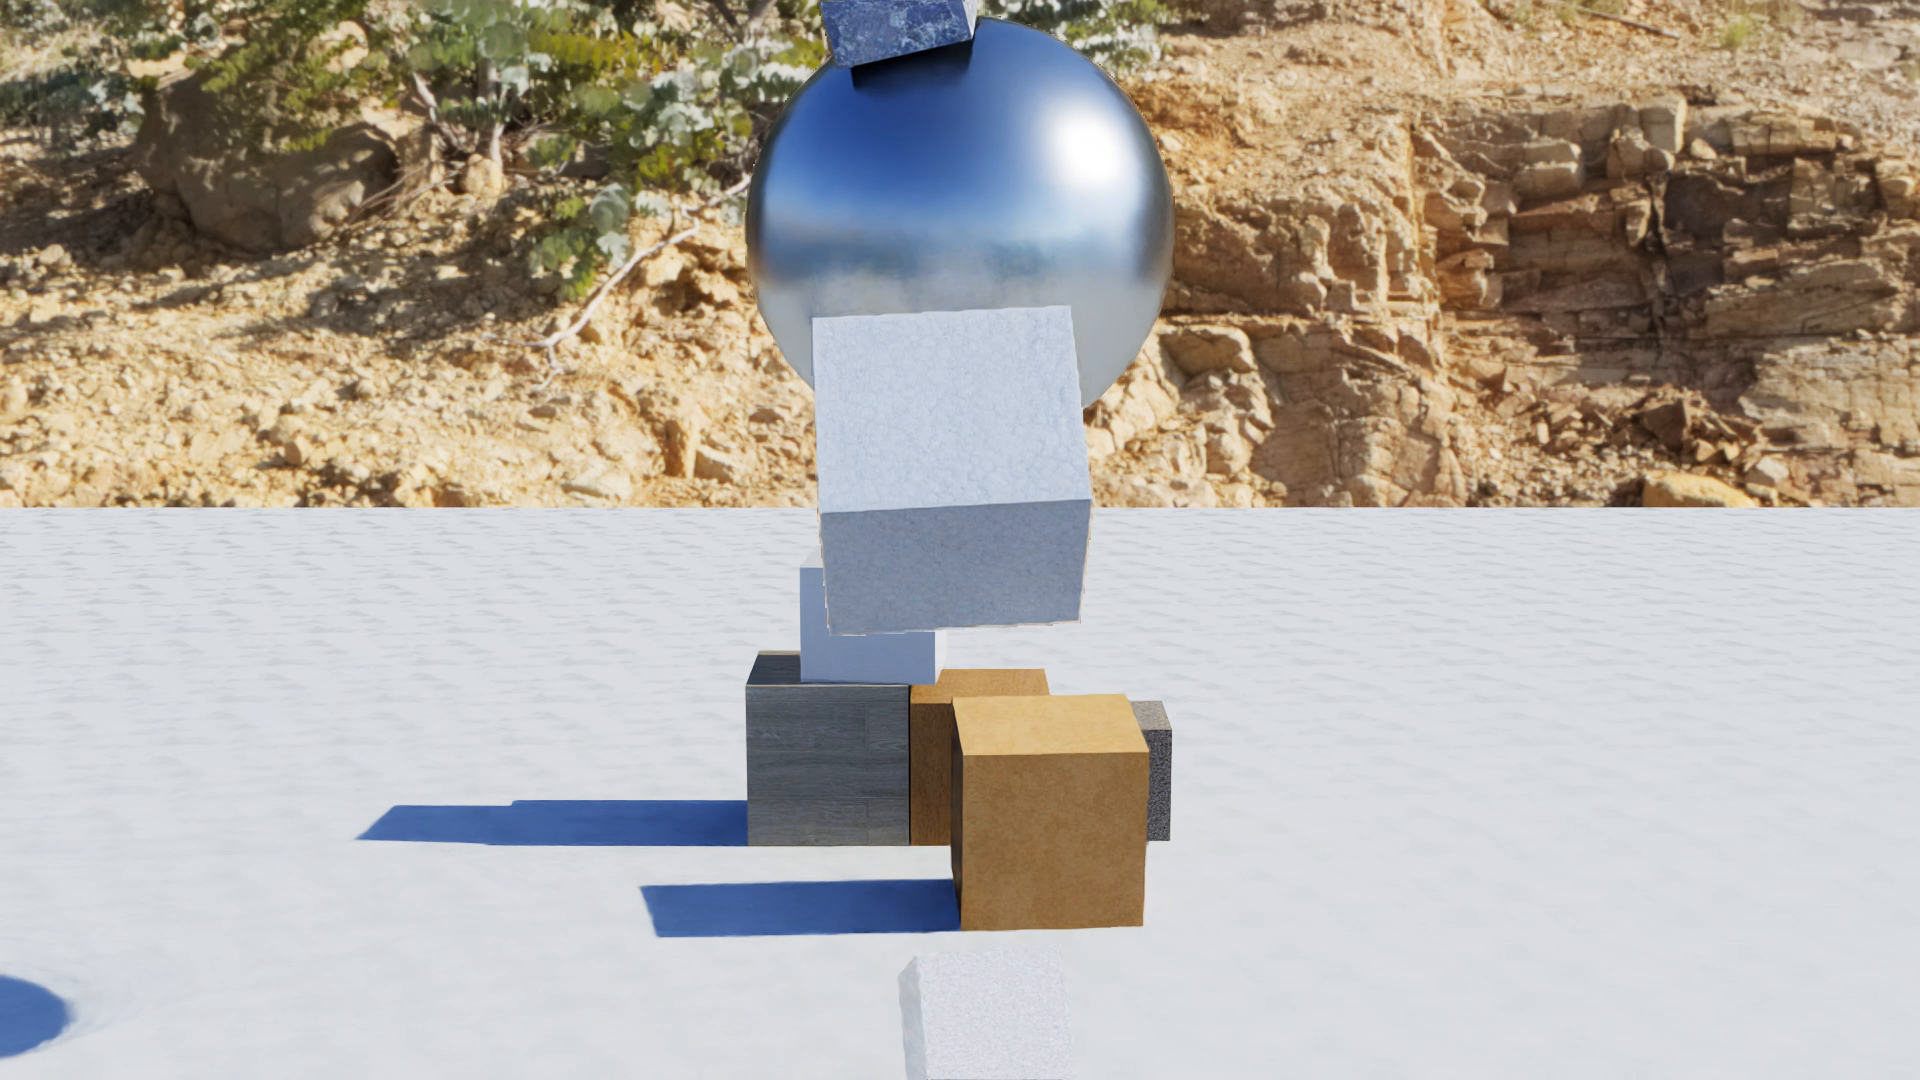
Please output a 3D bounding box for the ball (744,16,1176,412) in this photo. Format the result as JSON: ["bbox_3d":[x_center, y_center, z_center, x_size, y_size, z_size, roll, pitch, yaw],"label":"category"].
[{"bbox_3d":[0.000,-1.134,8.190,1.600,1.600,1.600,0,10,0],"label":"ball"}]

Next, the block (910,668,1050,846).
[{"bbox_3d":[0.100,1.112,11.381,0.706,0.740,0.725,0,10,-1],"label":"block"}]

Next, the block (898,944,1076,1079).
[{"bbox_3d":[0.089,1.768,7.836,0.516,0.538,0.497,-2,-20,-11],"label":"block"}]

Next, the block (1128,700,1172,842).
[{"bbox_3d":[0.768,1.189,11.392,0.597,0.586,0.580,0,10,0],"label":"block"}]

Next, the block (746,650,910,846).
[{"bbox_3d":[-0.663,1.066,11.386,0.811,0.830,0.783,0,10,0],"label":"block"}]

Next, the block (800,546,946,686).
[{"bbox_3d":[-0.434,0.376,11.224,0.677,0.586,0.603,1,10,5],"label":"block"}]

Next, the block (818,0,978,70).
[{"bbox_3d":[-0.229,-1.976,7.678,0.480,0.421,0.461,-11,32,11],"label":"block"}]

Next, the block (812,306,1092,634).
[{"bbox_3d":[-0.036,-0.203,6.671,0.769,0.677,0.724,-3,-30,-2],"label":"block"}]

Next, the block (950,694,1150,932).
[{"bbox_3d":[0.395,1.243,10.128,0.824,0.854,0.716,-1,17,-4],"label":"block"}]
